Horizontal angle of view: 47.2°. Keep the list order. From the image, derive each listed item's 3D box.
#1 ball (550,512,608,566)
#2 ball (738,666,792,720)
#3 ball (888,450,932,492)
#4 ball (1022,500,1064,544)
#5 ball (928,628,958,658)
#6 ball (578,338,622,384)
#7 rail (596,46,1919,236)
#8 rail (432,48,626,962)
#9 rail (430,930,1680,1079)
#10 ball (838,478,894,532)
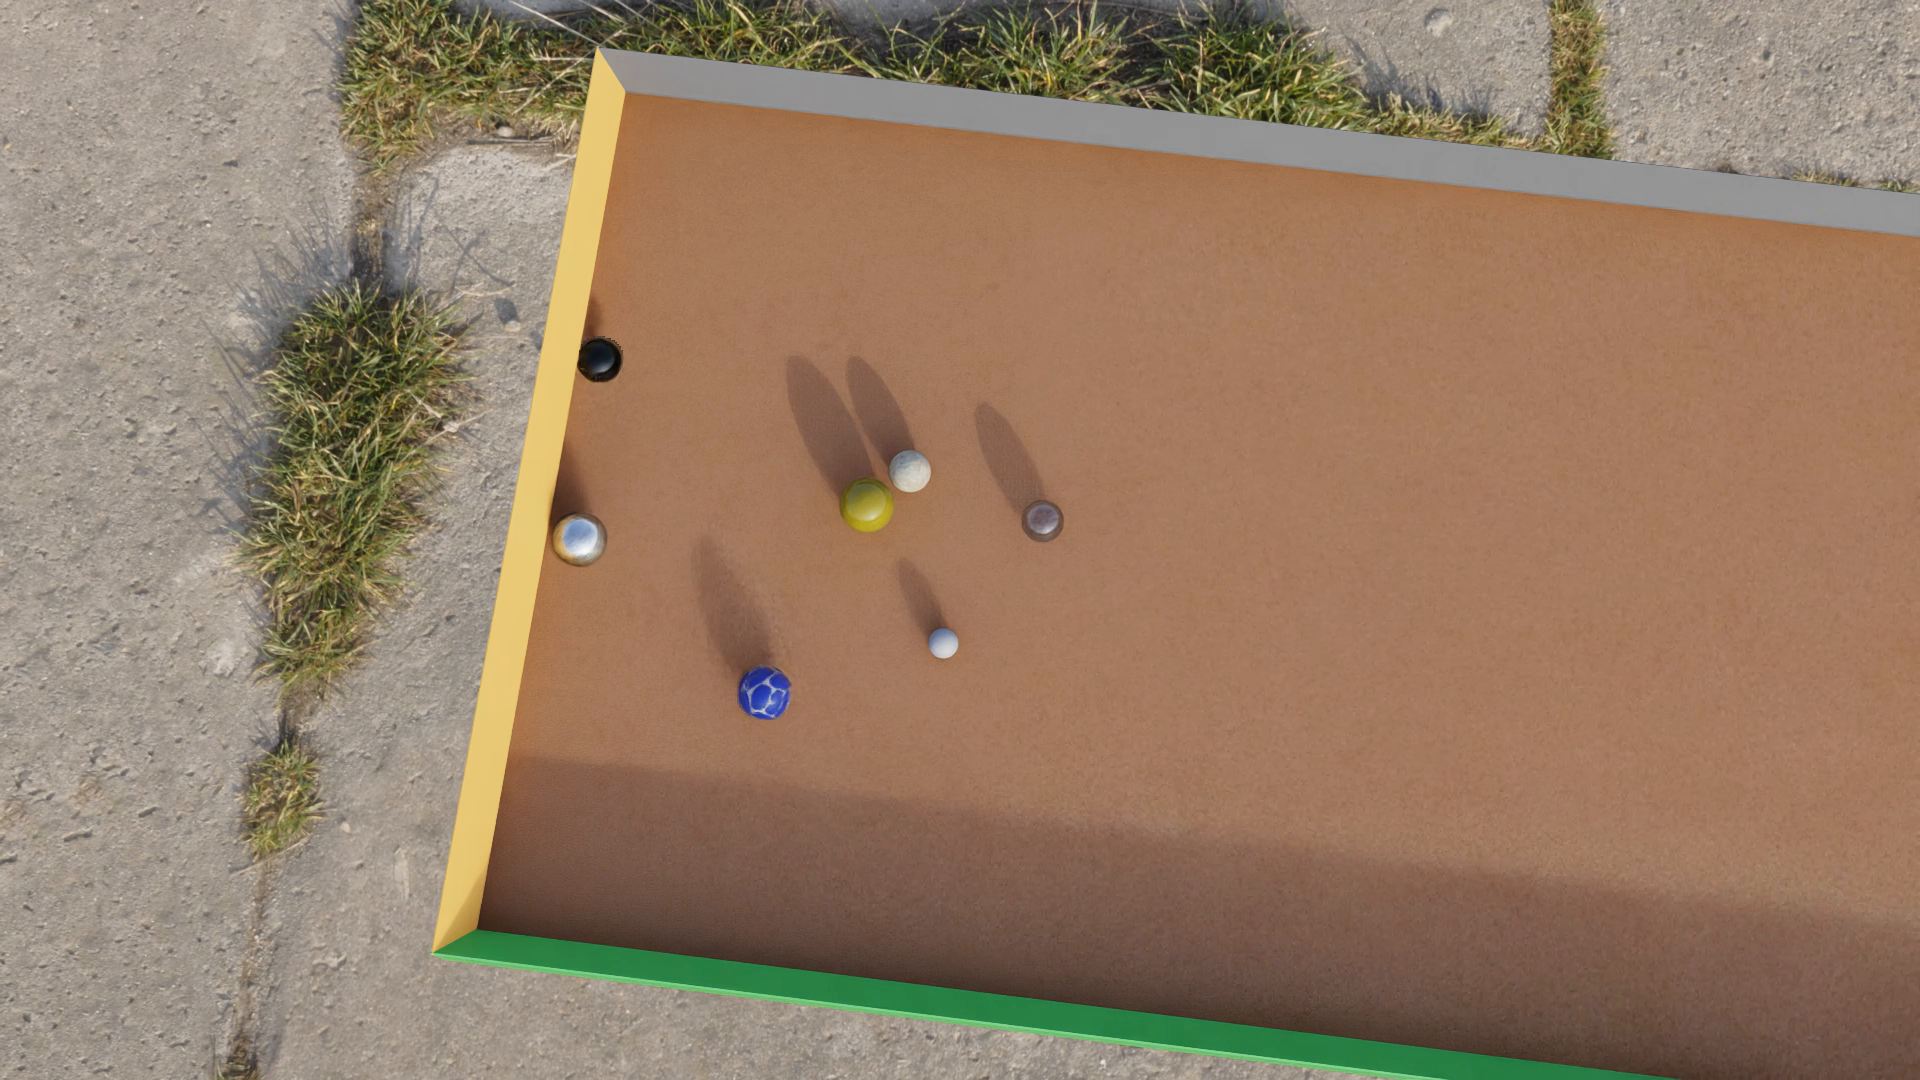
[{"bbox_3d":[-0.579,-0.002,3.343,0.085,0.085,0.085,0,75,0],"label":"ball"},{"bbox_3d":[-0.291,0.227,3.283,0.080,0.080,0.080,0,75,0],"label":"ball"},{"bbox_3d":[-0.077,-0.106,3.381,0.065,0.065,0.065,0,75,0],"label":"ball"},{"bbox_3d":[0.126,-0.029,3.360,0.066,0.066,0.066,0,75,0],"label":"ball"},{"bbox_3d":[-0.025,0.156,3.320,0.046,0.046,0.046,0,75,0],"label":"ball"},{"bbox_3d":[-0.561,-0.279,3.426,0.069,0.069,0.069,0,75,0],"label":"ball"},{"bbox_3d":[0.747,-0.589,3.488,2.673,0.110,0.045,7,75,2],"label":"rail"},{"bbox_3d":[-0.640,-0.081,3.351,0.045,0.110,1.429,7,75,2],"label":"rail"},{"bbox_3d":[0.579,0.735,3.130,2.673,0.110,0.045,7,75,2],"label":"rail"},{"bbox_3d":[-0.142,-0.053,3.357,0.085,0.085,0.085,0,75,0],"label":"ball"}]
